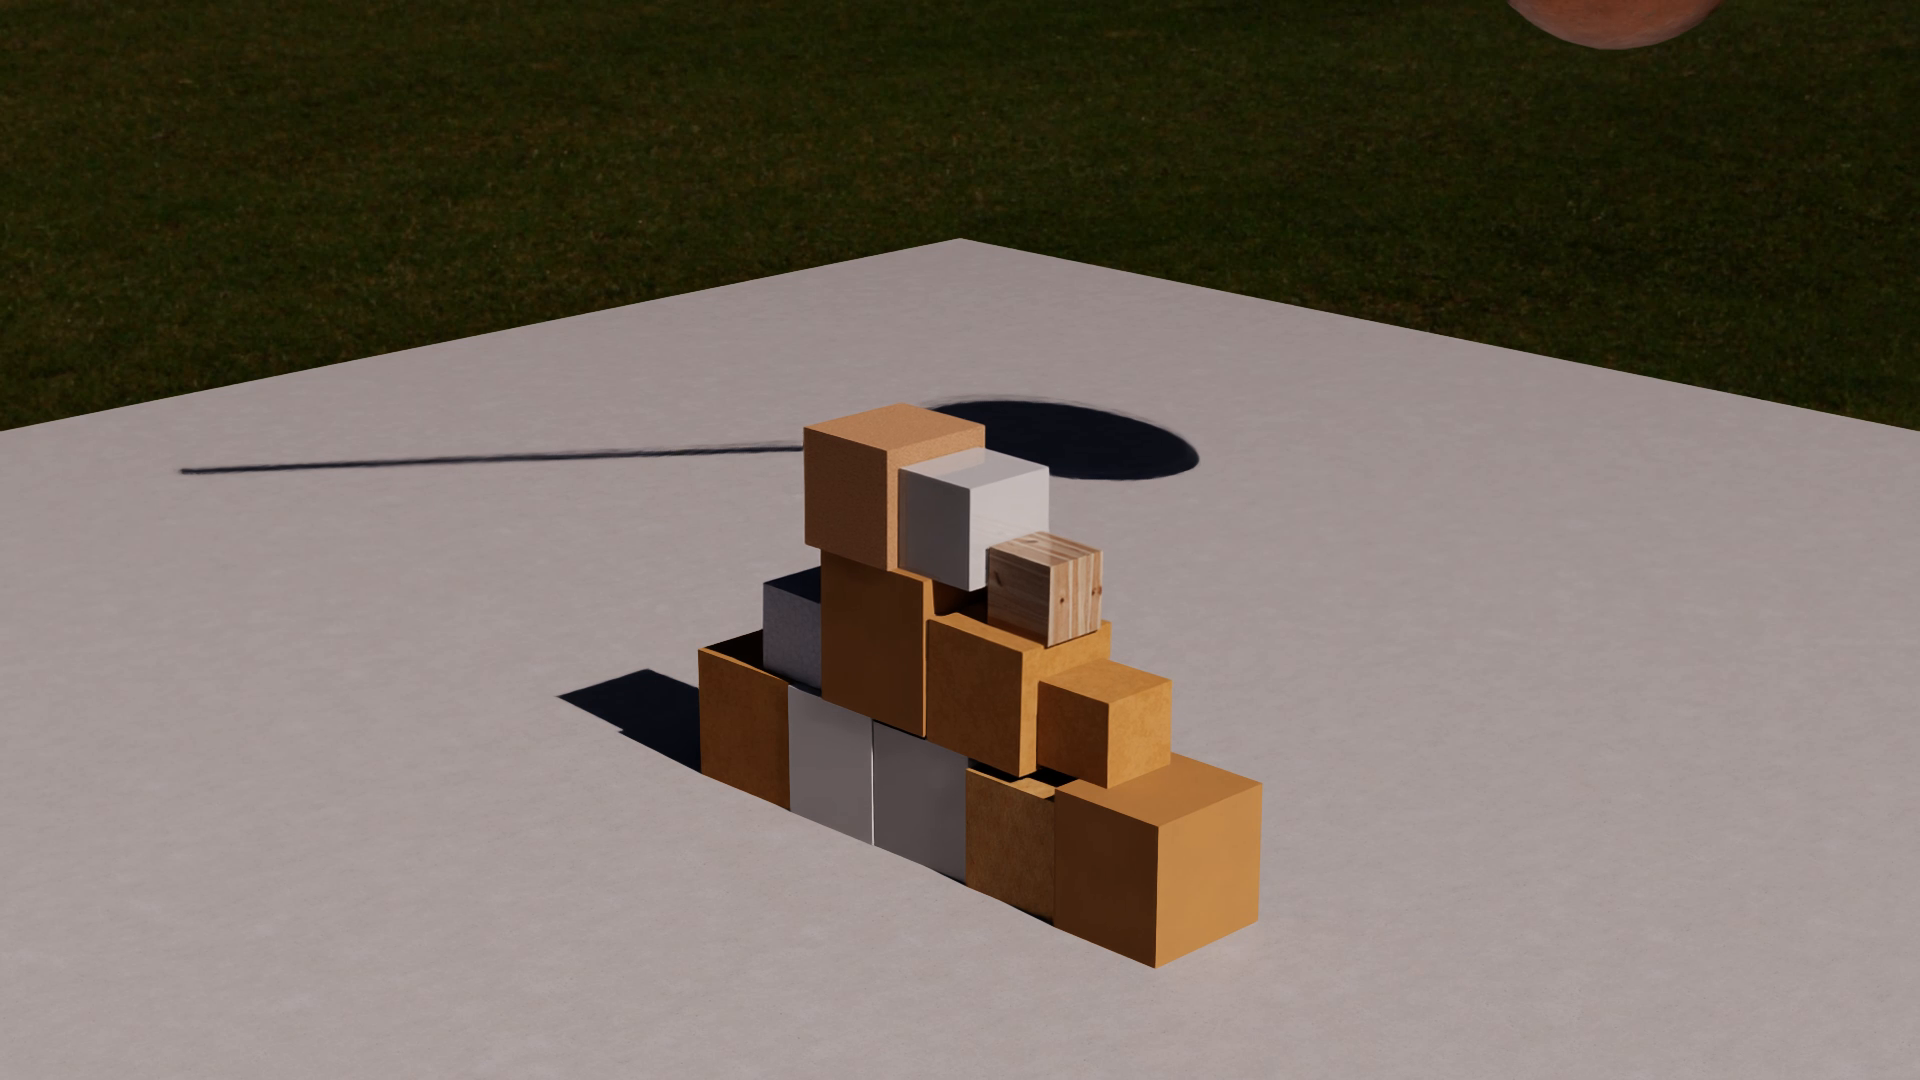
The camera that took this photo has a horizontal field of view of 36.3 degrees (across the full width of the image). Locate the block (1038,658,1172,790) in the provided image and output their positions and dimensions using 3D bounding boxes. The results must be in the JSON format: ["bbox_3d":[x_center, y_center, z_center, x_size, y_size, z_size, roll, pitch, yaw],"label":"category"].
[{"bbox_3d":[0.638,0.804,12.938,0.414,0.395,0.419,-17,24,-42],"label":"block"}]

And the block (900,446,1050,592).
[{"bbox_3d":[0.063,-0.100,13.227,0.504,0.475,0.448,-17,25,-42],"label":"block"}]

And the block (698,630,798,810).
[{"bbox_3d":[-0.848,0.861,14.504,0.586,0.660,0.666,-17,24,-42],"label":"block"}]

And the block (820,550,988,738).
[{"bbox_3d":[-0.177,0.399,13.665,0.648,0.746,0.682,-17,24,-42],"label":"block"}]

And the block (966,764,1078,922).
[{"bbox_3d":[0.453,1.295,13.272,0.640,0.571,0.568,-17,24,-42],"label":"block"}]

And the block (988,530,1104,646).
[{"bbox_3d":[0.378,0.212,13.015,0.341,0.370,0.372,-17,25,-42],"label":"block"}]

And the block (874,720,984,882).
[{"bbox_3d":[0.040,1.137,13.683,0.627,0.625,0.617,-17,24,-42],"label":"block"}]

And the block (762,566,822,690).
[{"bbox_3d":[-0.612,0.418,14.093,0.460,0.432,0.488,-17,26,-42],"label":"block"}]

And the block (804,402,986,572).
[{"bbox_3d":[-0.302,-0.255,13.553,0.623,0.565,0.555,-17,24,-42],"label":"block"}]

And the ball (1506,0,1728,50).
[{"bbox_3d":[3.610,-3.490,16.029,1.600,1.600,1.600,0,17,0],"label":"ball"}]

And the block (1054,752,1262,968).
[{"bbox_3d":[0.865,1.382,12.852,0.686,0.656,0.599,-17,24,-42],"label":"block"}]

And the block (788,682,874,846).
[{"bbox_3d":[-0.390,0.997,14.089,0.638,0.649,0.578,-17,24,-42],"label":"block"}]

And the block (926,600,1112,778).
[{"bbox_3d":[0.264,0.640,13.243,0.574,0.590,0.584,-17,25,-42],"label":"block"}]
